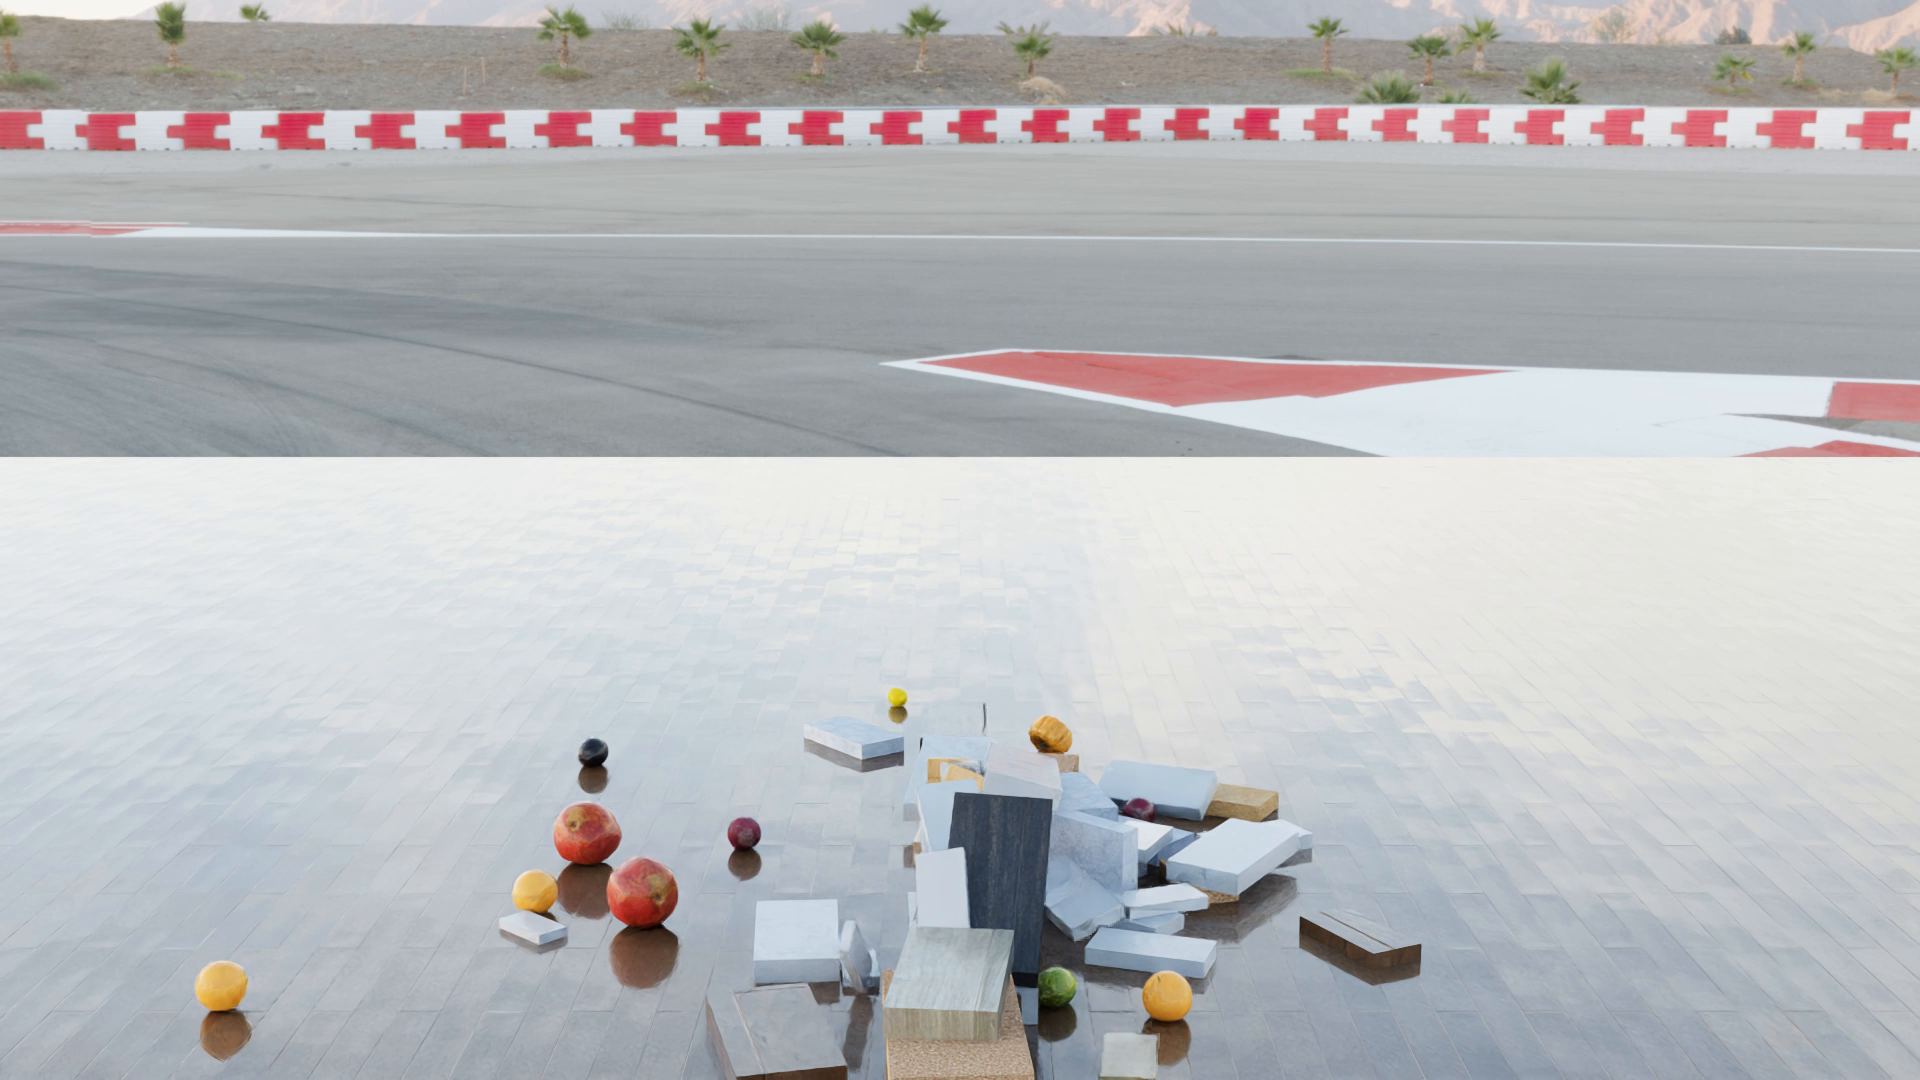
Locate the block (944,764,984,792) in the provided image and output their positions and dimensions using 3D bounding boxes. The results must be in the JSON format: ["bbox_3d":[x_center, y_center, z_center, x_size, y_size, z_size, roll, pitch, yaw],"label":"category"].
[{"bbox_3d":[-0.007,0.475,3.865,0.073,0.147,0.021,18,-6,26],"label":"block"}]

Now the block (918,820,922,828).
[{"bbox_3d":[-0.029,0.528,3.806,0.054,0.015,0.107,-4,46,-23],"label":"block"}]

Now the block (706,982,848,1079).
[{"bbox_3d":[-0.256,0.689,3.022,0.148,0.042,0.295,-3,11,-14],"label":"block"}]

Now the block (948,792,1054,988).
[{"bbox_3d":[0.051,0.508,3.215,0.148,0.042,0.295,4,50,5],"label":"block"}]

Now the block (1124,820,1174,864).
[{"bbox_3d":[0.304,0.519,3.784,0.083,0.023,0.166,5,9,21],"label":"block"}]

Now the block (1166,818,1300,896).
[{"bbox_3d":[0.464,0.535,3.729,0.129,0.036,0.257,7,13,30],"label":"block"}]

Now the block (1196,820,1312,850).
[{"bbox_3d":[0.522,0.533,3.902,0.185,0.026,0.093,-5,12,-26],"label":"block"}]

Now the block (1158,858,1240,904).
[{"bbox_3d":[0.401,0.572,3.701,0.083,0.023,0.166,-3,11,-14],"label":"block"}]

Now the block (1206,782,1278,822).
[{"bbox_3d":[0.481,0.487,4.139,0.212,0.030,0.106,6,12,28],"label":"block"}]

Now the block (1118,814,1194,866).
[{"bbox_3d":[0.291,0.528,3.916,0.226,0.032,0.113,9,14,39],"label":"block"}]

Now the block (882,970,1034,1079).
[{"bbox_3d":[-0.008,0.656,2.900,0.179,0.051,0.357,-1,11,-4],"label":"block"}]

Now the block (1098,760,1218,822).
[{"bbox_3d":[0.366,0.467,4.118,0.212,0.030,0.106,4,37,26],"label":"block"}]

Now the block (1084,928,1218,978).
[{"bbox_3d":[0.293,0.632,3.371,0.185,0.026,0.093,4,11,19],"label":"block"}]

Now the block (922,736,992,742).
[{"bbox_3d":[-0.004,0.452,4.161,0.135,0.038,0.269,0,22,0],"label":"block"}]

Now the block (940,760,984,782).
[{"bbox_3d":[0.008,0.467,3.899,0.073,0.147,0.021,-6,-5,21],"label":"block"}]

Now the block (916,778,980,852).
[{"bbox_3d":[-0.006,0.444,3.383,0.095,0.027,0.190,-5,35,-8],"label":"block"}]

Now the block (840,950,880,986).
[{"bbox_3d":[-0.152,0.647,3.322,0.054,0.015,0.108,-1,11,-6],"label":"block"}]

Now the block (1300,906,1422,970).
[{"bbox_3d":[0.623,0.620,3.433,0.093,0.026,0.185,-6,12,-27],"label":"block"}]

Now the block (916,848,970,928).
[{"bbox_3d":[-0.025,0.514,3.170,0.072,0.020,0.144,-10,48,6],"label":"block"}]

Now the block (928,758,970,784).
[{"bbox_3d":[-0.022,0.465,3.937,0.073,0.147,0.021,1,0,5],"label":"block"}]

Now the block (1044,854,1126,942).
[{"bbox_3d":[0.176,0.575,3.539,0.095,0.027,0.190,-22,26,-19],"label":"block"}]

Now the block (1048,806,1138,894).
[{"bbox_3d":[0.164,0.518,3.690,0.313,0.134,0.038,10,14,42],"label":"block"}]

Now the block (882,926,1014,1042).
[{"bbox_3d":[-0.011,0.596,2.968,0.148,0.042,0.295,1,11,6],"label":"block"}]

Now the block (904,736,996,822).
[{"bbox_3d":[-0.018,0.444,4.080,0.134,0.038,0.267,3,22,7],"label":"block"}]

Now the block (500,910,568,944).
[{"bbox_3d":[-0.678,0.615,3.493,0.108,0.015,0.054,10,14,43],"label":"block"}]

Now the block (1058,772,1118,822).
[{"bbox_3d":[0.202,0.475,4.027,0.113,0.032,0.226,-2,11,-13],"label":"block"}]

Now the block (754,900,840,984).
[{"bbox_3d":[-0.253,0.620,3.409,0.129,0.036,0.257,-1,11,-4],"label":"block"}]

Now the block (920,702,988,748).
[{"bbox_3d":[-0.012,0.384,4.466,0.135,0.038,0.269,0,11,0],"label":"block"}]

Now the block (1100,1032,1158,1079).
[{"bbox_3d":[0.230,0.707,2.981,0.072,0.020,0.144,1,11,6],"label":"block"}]

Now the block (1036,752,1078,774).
[{"bbox_3d":[0.150,0.476,4.194,0.113,0.032,0.391,2,11,9],"label":"block"}]

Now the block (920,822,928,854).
[{"bbox_3d":[0.014,0.522,3.325,0.129,0.036,0.257,-3,35,-4],"label":"block"}]

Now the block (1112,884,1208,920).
[{"bbox_3d":[0.319,0.581,3.535,0.144,0.020,0.072,-4,11,-24],"label":"block"}]

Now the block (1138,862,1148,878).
[{"bbox_3d":[0.178,0.546,3.804,0.267,0.038,0.134,10,14,43],"label":"block"}]

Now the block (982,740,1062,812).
[{"bbox_3d":[0.108,0.411,3.866,0.129,0.036,0.481,15,1,1],"label":"block"}]

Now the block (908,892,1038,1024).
[{"bbox_3d":[0.015,0.622,3.295,0.179,0.051,0.357,0,14,-2],"label":"block"}]

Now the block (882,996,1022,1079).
[{"bbox_3d":[-0.009,0.715,2.857,0.179,0.051,0.521,0,11,1],"label":"block"}]

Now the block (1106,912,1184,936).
[{"bbox_3d":[0.267,0.605,3.526,0.166,0.023,0.083,8,13,38],"label":"block"}]

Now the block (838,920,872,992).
[{"bbox_3d":[-0.153,0.611,3.226,0.015,0.108,0.054,-2,45,15],"label":"block"}]

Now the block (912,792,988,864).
[{"bbox_3d":[0.007,0.468,3.581,0.129,0.036,0.294,1,9,7],"label":"block"}]

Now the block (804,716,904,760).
[{"bbox_3d":[-0.222,0.408,4.564,0.106,0.030,0.212,-8,13,-37],"label":"block"}]
